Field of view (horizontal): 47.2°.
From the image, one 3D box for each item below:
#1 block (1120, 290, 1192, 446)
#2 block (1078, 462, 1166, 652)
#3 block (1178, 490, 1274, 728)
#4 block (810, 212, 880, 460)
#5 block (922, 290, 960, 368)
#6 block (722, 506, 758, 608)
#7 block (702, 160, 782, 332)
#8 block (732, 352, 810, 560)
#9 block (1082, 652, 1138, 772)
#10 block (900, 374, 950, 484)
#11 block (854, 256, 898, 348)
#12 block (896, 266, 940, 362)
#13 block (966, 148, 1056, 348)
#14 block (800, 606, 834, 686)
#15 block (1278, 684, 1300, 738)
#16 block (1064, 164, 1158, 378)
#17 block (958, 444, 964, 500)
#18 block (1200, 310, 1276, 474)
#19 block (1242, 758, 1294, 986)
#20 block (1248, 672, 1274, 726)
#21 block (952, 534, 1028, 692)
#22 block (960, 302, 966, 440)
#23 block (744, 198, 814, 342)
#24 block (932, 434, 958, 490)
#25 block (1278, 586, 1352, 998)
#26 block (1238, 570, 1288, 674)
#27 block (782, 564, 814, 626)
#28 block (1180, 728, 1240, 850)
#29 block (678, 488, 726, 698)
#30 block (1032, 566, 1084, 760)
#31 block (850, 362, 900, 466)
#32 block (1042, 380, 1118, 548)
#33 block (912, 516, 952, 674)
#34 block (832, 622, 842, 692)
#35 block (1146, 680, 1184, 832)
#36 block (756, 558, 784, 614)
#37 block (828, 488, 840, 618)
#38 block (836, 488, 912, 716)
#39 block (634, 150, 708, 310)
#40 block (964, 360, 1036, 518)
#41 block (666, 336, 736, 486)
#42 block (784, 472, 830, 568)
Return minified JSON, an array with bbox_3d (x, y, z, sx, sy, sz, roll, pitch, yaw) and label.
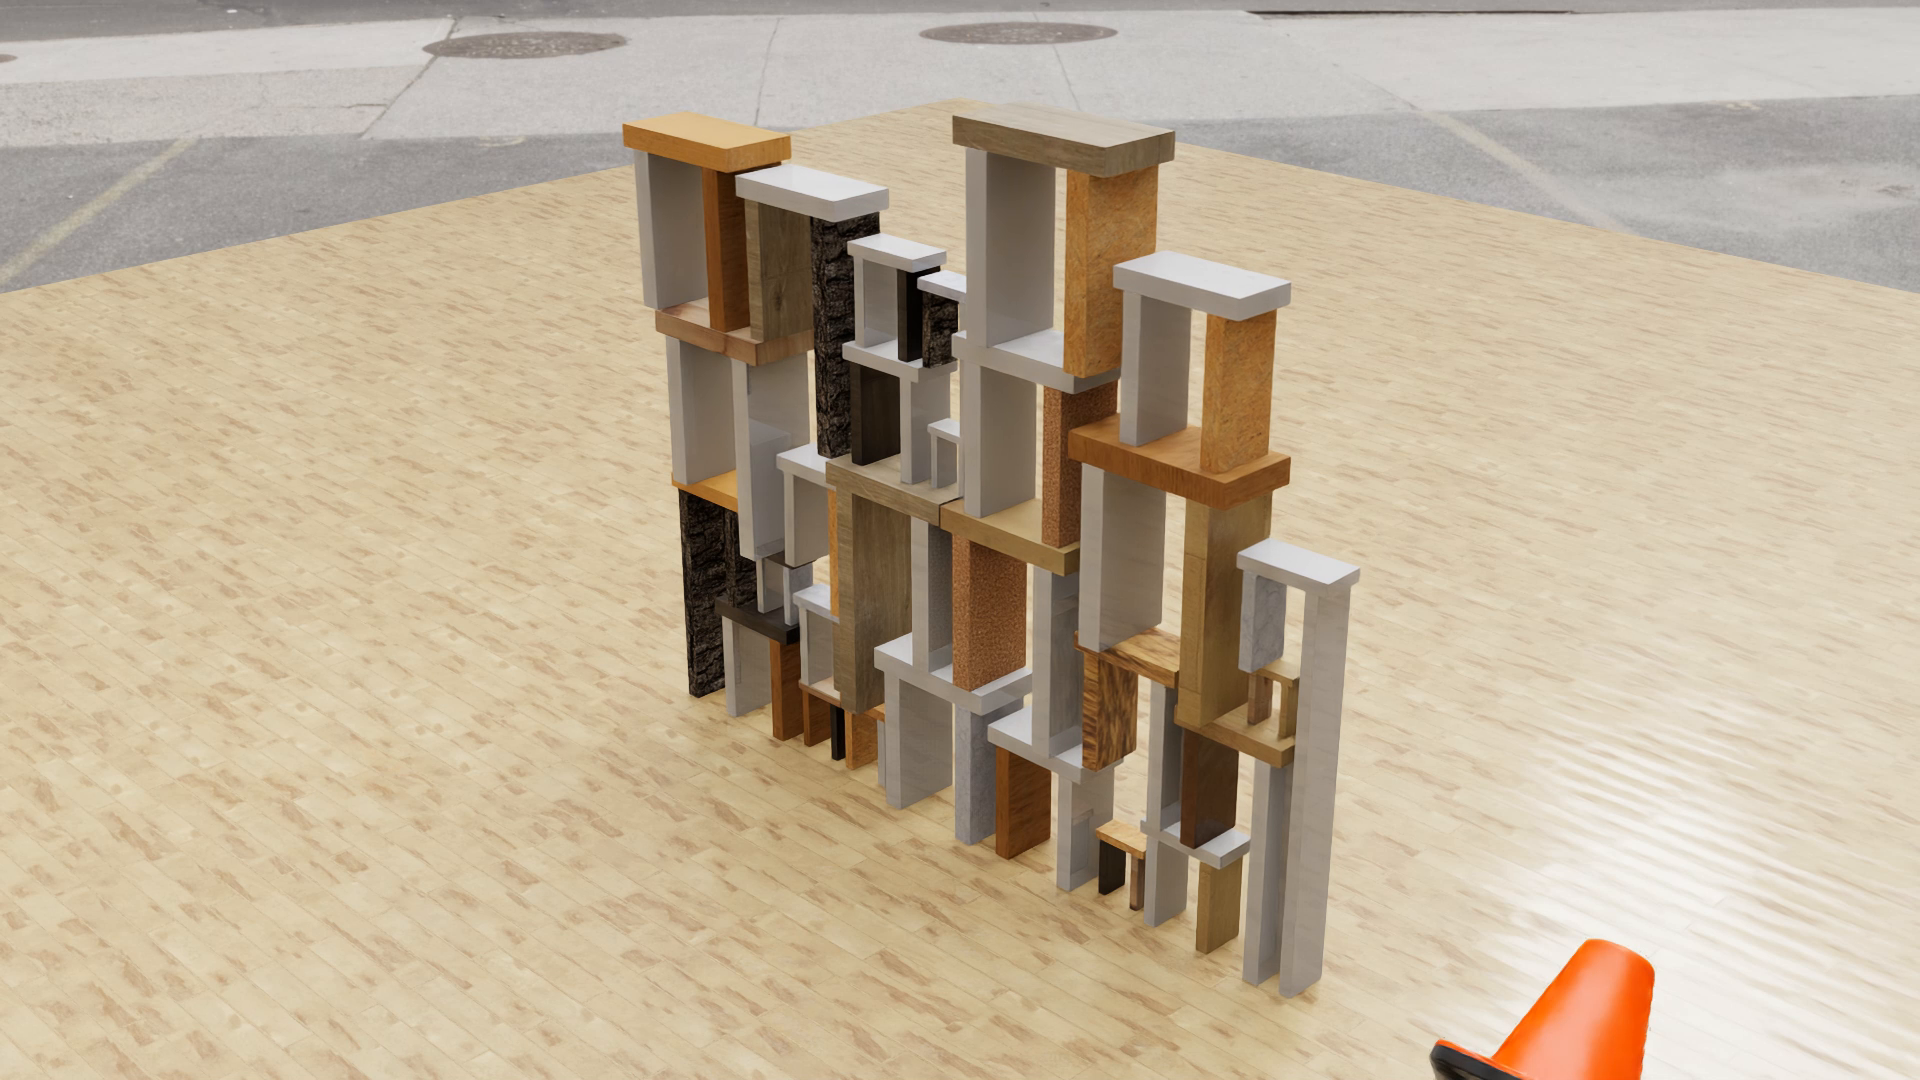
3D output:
[{"bbox_3d":[0.332,-0.304,3.727,0.134,0.267,0.038,-21,31,-40],"label":"block"},{"bbox_3d":[0.289,0.009,3.902,0.049,0.347,0.174,21,31,40],"label":"block"},{"bbox_3d":[0.454,0.102,3.765,0.049,0.411,0.174,21,31,40],"label":"block"},{"bbox_3d":[-0.219,-0.406,4.296,0.143,0.483,0.040,-21,31,-41],"label":"block"},{"bbox_3d":[-0.036,-0.399,4.095,0.021,0.148,0.074,23,32,40],"label":"block"},{"bbox_3d":[-0.450,0.023,4.723,0.032,0.228,0.114,21,31,41],"label":"block"},{"bbox_3d":[-0.433,-0.601,4.441,0.166,0.332,0.047,-21,30,-40],"label":"block"},{"bbox_3d":[-0.387,-0.184,4.559,0.163,0.434,0.046,-21,31,-40],"label":"block"},{"bbox_3d":[0.278,0.298,4.050,0.033,0.234,0.117,20,30,40],"label":"block"},{"bbox_3d":[-0.066,-0.220,4.207,0.030,0.210,0.105,21,31,41],"label":"block"},{"bbox_3d":[-0.161,-0.463,4.208,0.025,0.177,0.089,21,31,41],"label":"block"},{"bbox_3d":[-0.077,-0.430,4.131,0.025,0.177,0.089,21,31,41],"label":"block"},{"bbox_3d":[0.090,-0.532,3.895,0.176,0.352,0.050,-21,31,-41],"label":"block"},{"bbox_3d":[-0.300,0.212,4.647,0.022,0.180,0.079,21,31,41],"label":"block"},{"bbox_3d":[0.565,0.282,3.737,0.014,0.101,0.050,21,31,40],"label":"block"},{"bbox_3d":[0.256,-0.467,3.741,0.176,0.352,0.050,-21,31,-41],"label":"block"},{"bbox_3d":[0.021,-0.134,4.139,0.015,0.108,0.054,21,31,41],"label":"block"},{"bbox_3d":[0.457,-0.254,3.609,0.134,0.267,0.038,-21,31,-40],"label":"block"},{"bbox_3d":[0.556,0.564,3.858,0.033,0.447,0.117,21,31,41],"label":"block"},{"bbox_3d":[0.517,0.264,3.780,0.014,0.101,0.050,21,31,40],"label":"block"},{"bbox_3d":[0.057,0.117,4.207,0.045,0.317,0.158,21,31,40],"label":"block"},{"bbox_3d":[0.032,-0.317,4.056,0.074,0.264,0.021,-21,31,-41],"label":"block"},{"bbox_3d":[-0.355,-0.550,4.381,0.143,0.285,0.040,-21,30,-40],"label":"block"},{"bbox_3d":[-0.030,-0.155,4.184,0.015,0.108,0.054,21,31,41],"label":"block"},{"bbox_3d":[0.603,0.432,3.747,0.026,0.778,0.091,21,31,41],"label":"block"},{"bbox_3d":[0.512,0.125,3.710,0.026,0.183,0.091,21,31,40],"label":"block"},{"bbox_3d":[-0.340,0.108,4.643,0.067,0.133,0.019,-21,31,-40],"label":"block"},{"bbox_3d":[0.447,0.423,3.919,0.117,0.234,0.033,-21,31,-40],"label":"block"},{"bbox_3d":[-0.557,0.105,4.875,0.032,0.498,0.114,21,31,41],"label":"block"},{"bbox_3d":[0.205,0.205,4.081,0.158,0.382,0.045,-21,31,-40],"label":"block"},{"bbox_3d":[-0.165,-0.259,4.298,0.030,0.210,0.105,21,31,41],"label":"block"},{"bbox_3d":[0.214,-0.148,3.927,0.149,0.298,0.042,-21,31,-40],"label":"block"},{"bbox_3d":[-0.021,0.085,4.279,0.045,0.319,0.159,21,31,41],"label":"block"},{"bbox_3d":[-0.227,0.231,4.574,0.022,0.158,0.079,21,31,40],"label":"block"},{"bbox_3d":[0.391,0.370,3.964,0.117,0.298,0.033,-21,31,-40],"label":"block"},{"bbox_3d":[-0.402,0.084,4.701,0.067,0.133,0.019,-21,31,-40],"label":"block"},{"bbox_3d":[-0.217,0.014,4.471,0.029,0.277,0.103,21,31,40],"label":"block"},{"bbox_3d":[-0.171,0.104,4.450,0.045,0.488,0.159,21,31,41],"label":"block"},{"bbox_3d":[-0.589,-0.662,4.586,0.166,0.332,0.047,-21,30,-40],"label":"block"},{"bbox_3d":[0.075,-0.203,4.058,0.042,0.298,0.149,21,31,41],"label":"block"},{"bbox_3d":[-0.540,-0.294,4.680,0.163,0.326,0.046,-21,31,-41],"label":"block"},{"bbox_3d":[-0.314,-0.056,4.547,0.103,0.207,0.029,-21,33,-40],"label":"block"}]
